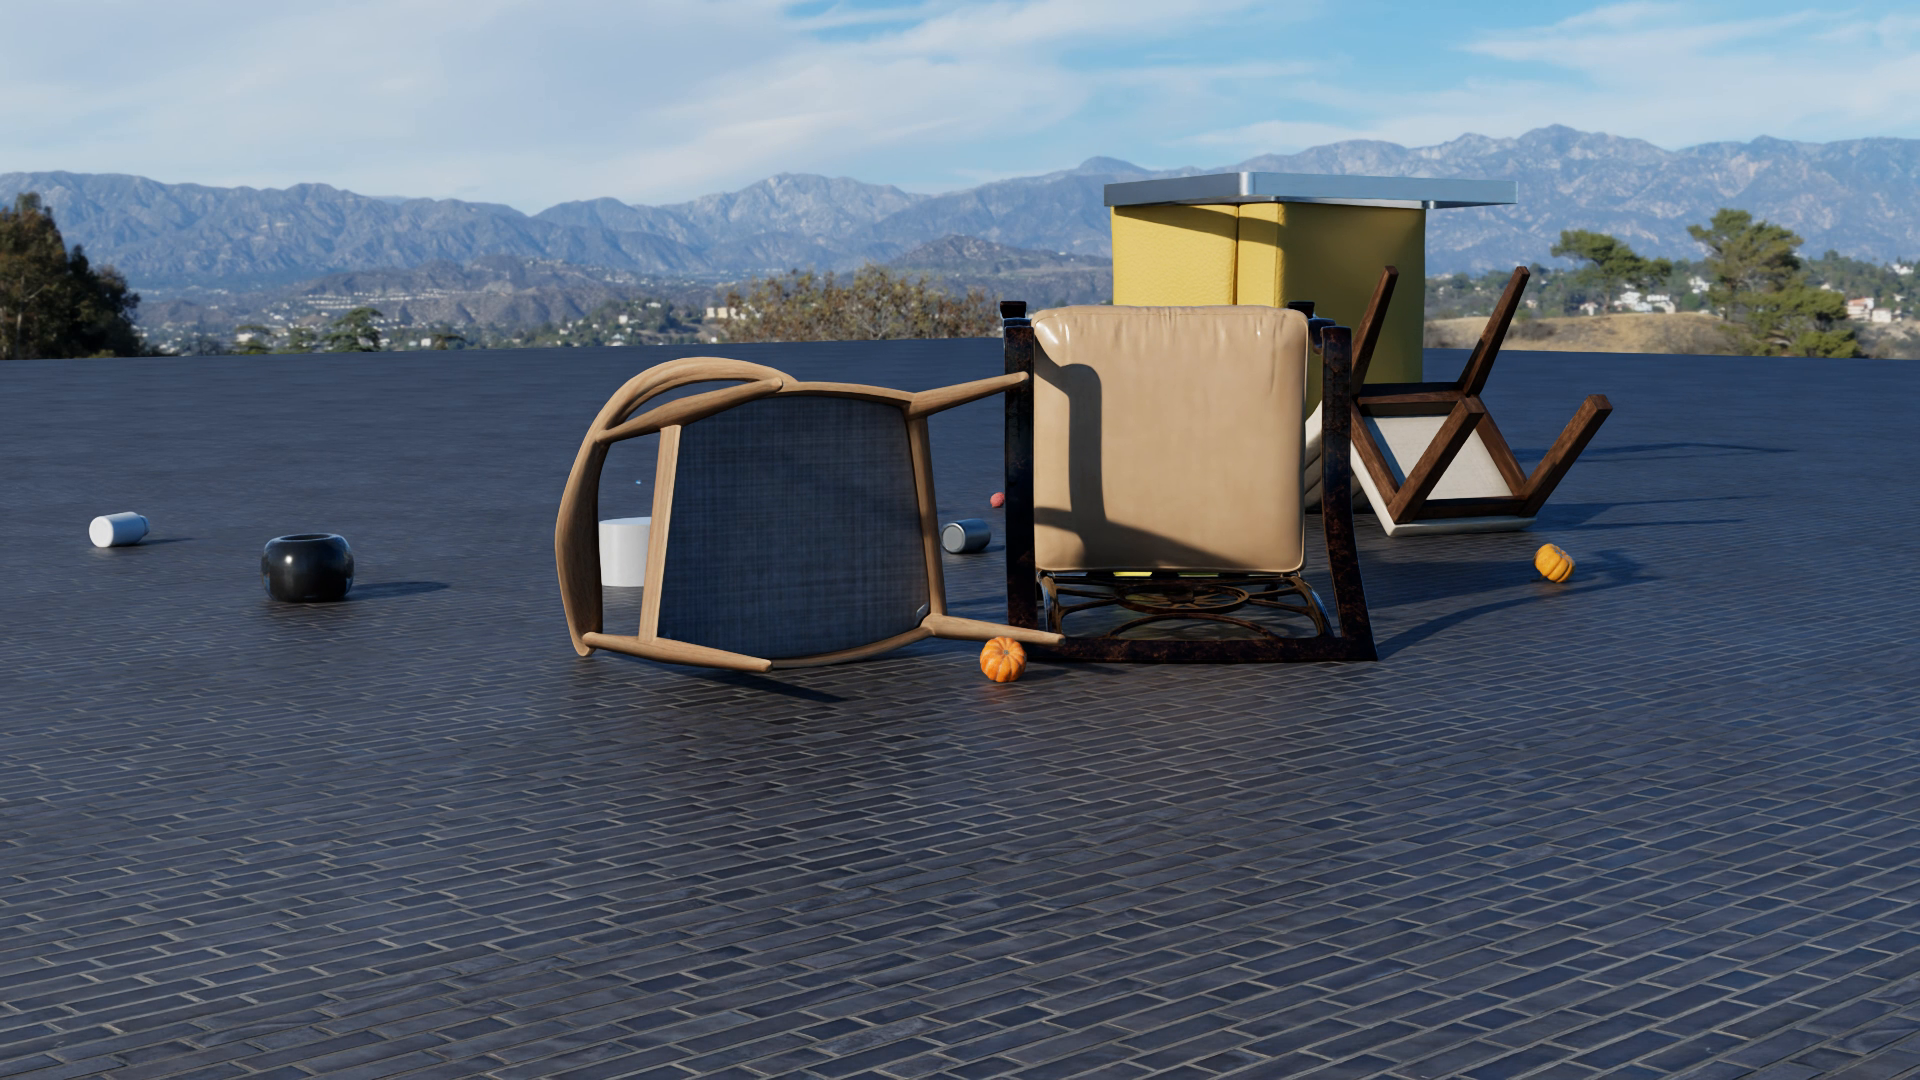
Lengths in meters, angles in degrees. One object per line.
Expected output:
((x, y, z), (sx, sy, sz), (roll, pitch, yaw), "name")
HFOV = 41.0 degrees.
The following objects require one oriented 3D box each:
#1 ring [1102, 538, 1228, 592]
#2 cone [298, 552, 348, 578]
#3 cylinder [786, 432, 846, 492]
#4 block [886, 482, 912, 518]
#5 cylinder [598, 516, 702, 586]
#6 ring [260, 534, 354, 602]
((0.436, 0.052, 5.466), (0.271, 0.092, 0.379), (1, 5, 7), "ring")
((-1.382, 0.068, 5.610), (0.108, 0.061, 0.107), (15, -3, -27), "cone")
((-0.442, -0.240, 7.898), (0.181, 0.172, 0.185), (-8, 6, -1), "cylinder")
((-0.166, -0.112, 7.038), (0.048, 0.094, 0.066), (2, 6, 22), "block")
((-0.668, 0.024, 5.540), (0.232, 0.132, 0.159), (-4, 7, -34), "cylinder")
((-1.337, 0.057, 5.258), (0.186, 0.127, 0.244), (-3, 5, -10), "ring")
